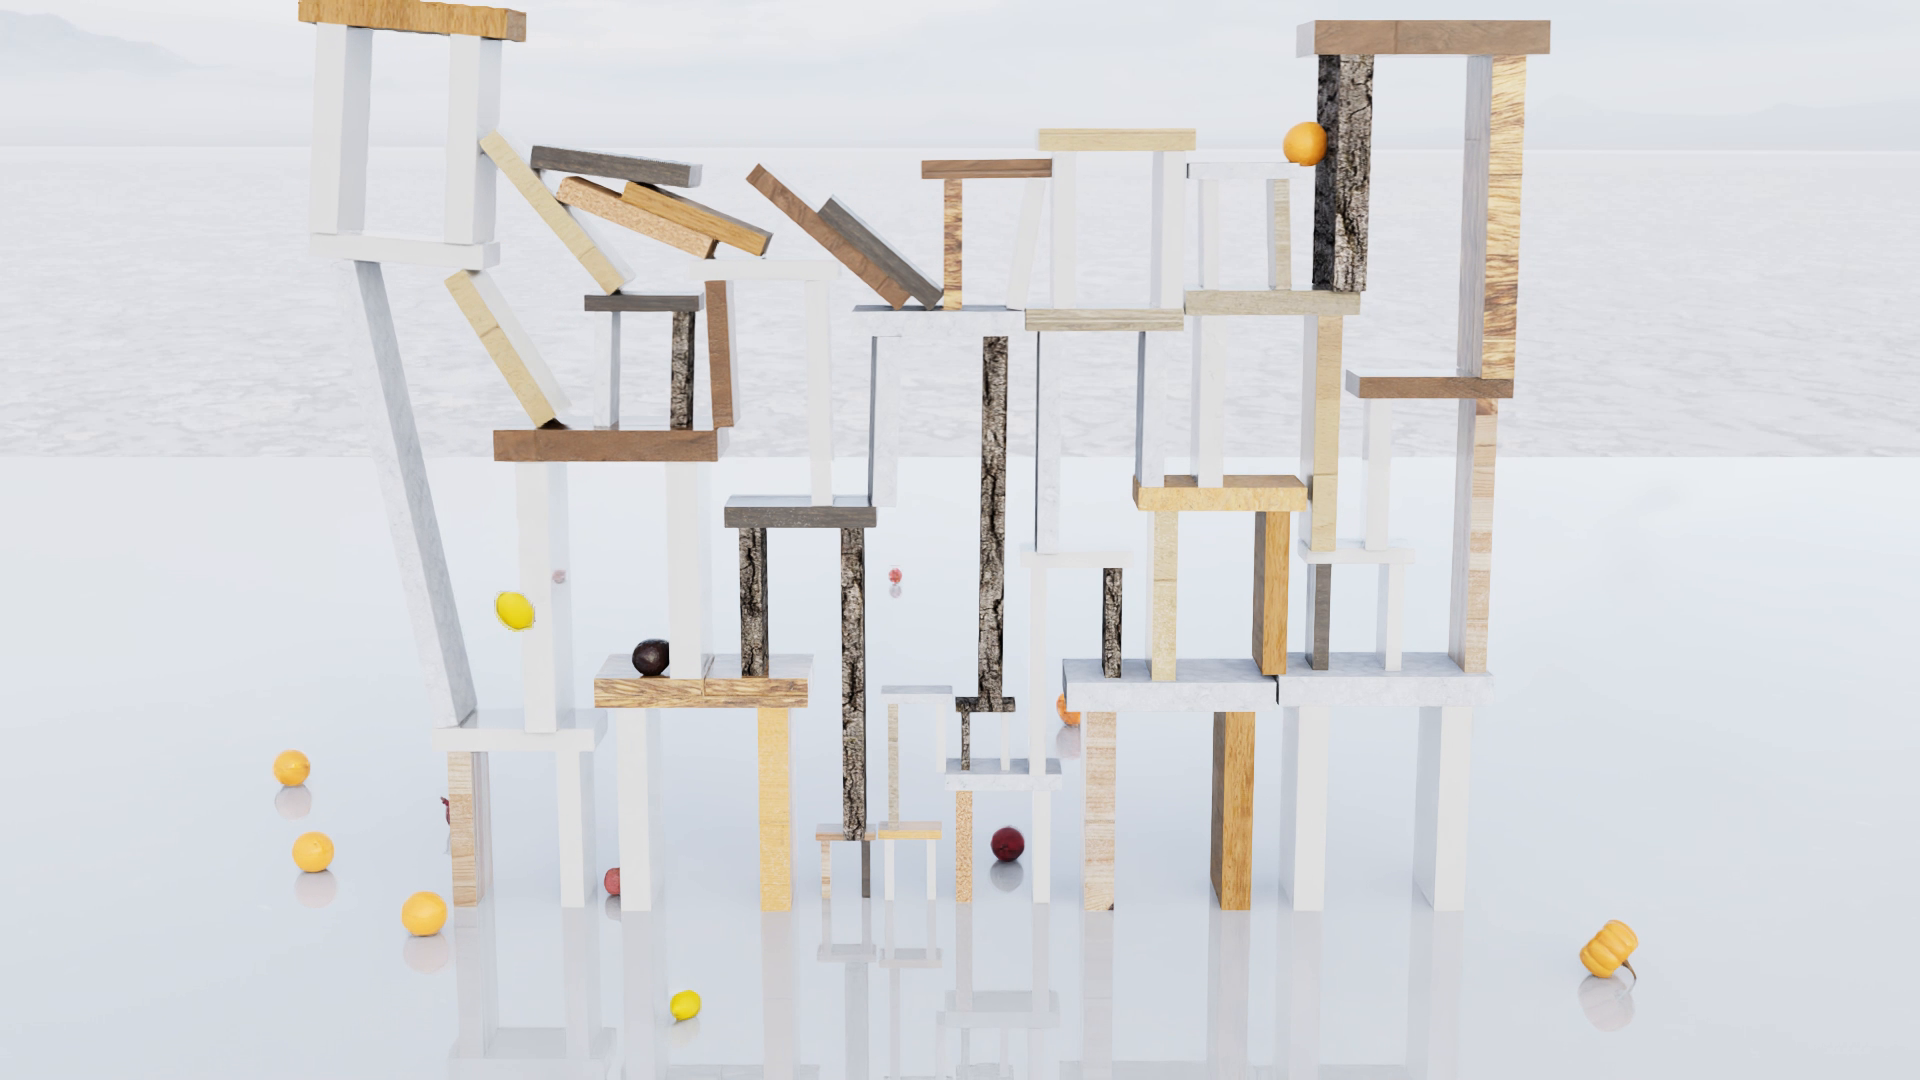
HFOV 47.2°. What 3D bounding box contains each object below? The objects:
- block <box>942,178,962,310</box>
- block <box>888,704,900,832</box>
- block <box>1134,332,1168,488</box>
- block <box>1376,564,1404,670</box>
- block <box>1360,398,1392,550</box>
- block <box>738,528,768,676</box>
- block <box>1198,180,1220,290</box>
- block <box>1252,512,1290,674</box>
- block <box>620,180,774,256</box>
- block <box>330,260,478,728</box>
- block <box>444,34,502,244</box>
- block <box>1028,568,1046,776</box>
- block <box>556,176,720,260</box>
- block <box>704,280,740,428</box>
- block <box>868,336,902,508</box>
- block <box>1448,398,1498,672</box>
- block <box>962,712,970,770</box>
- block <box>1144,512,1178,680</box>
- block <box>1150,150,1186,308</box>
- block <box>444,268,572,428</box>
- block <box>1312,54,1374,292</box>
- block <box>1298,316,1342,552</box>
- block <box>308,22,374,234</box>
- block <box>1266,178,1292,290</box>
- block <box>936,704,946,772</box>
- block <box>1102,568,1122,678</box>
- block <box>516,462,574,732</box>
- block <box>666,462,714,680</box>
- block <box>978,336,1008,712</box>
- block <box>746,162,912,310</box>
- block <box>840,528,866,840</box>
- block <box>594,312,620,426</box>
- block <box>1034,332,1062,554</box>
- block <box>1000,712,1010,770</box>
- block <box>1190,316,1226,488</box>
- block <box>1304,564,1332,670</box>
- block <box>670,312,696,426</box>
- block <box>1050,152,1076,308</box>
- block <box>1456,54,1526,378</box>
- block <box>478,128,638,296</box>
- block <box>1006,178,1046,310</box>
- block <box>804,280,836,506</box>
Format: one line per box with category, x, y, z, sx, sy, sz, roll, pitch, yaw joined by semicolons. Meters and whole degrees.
block;-0.012;-0.469;3.478;0.029;0.203;0.102;0;11;-1
block;-0.109;0.367;3.624;0.016;0.216;0.058;0;11;0
block;0.306;-0.216;3.519;0.035;0.247;0.123;0;11;-1
block;0.701;0.117;3.585;0.025;0.176;0.088;0;11;0
block;0.670;-0.114;3.543;0.034;0.243;0.121;1;11;5
block;-0.334;0.088;3.572;0.034;0.241;0.121;0;11;0
block;0.392;-0.484;3.473;0.024;0.170;0.085;-1;11;1
block;0.505;0.073;3.573;0.038;0.266;0.133;0;11;0
block;-0.413;-0.509;3.467;0.231;0.033;0.116;22;10;-4
block;-0.893;-0.077;3.547;0.038;0.757;0.134;-10;10;3
block;-0.763;-0.627;3.449;0.045;0.316;0.158;5;11;0
block;0.126;0.206;3.594;0.026;0.345;0.091;0;11;0
block;-0.504;-0.509;3.465;0.248;0.035;0.124;22;10;-3
block;-0.377;-0.301;3.503;0.033;0.230;0.115;-2;11;0
block;-0.122;-0.198;3.527;0.038;0.270;0.135;1;11;-6
block;0.830;-0.015;3.562;0.034;0.444;0.121;0;11;0
block;0.009;0.326;3.625;0.014;0.098;0.049;0;11;0
block;0.327;0.078;3.574;0.038;0.277;0.133;0;11;0
block;0.327;-0.491;3.466;0.034;0.242;0.121;0;11;-3
block;-0.718;-0.311;3.504;0.038;0.268;0.134;-30;9;6
block;0.600;-0.577;3.457;0.051;0.358;0.179;0;11;-2
block;0.577;-0.178;3.528;0.039;0.375;0.136;0;11;0
block;-0.969;-0.644;3.445;0.045;0.316;0.158;5;11;-1
block;0.503;-0.485;3.473;0.024;0.170;0.085;-3;11;0
block;-0.032;0.318;3.615;0.016;0.116;0.058;0;11;0
block;0.247;0.125;3.579;0.026;0.182;0.091;0;11;0
block;-0.673;0.077;3.573;0.050;0.439;0.175;0;11;0
block;-0.438;0.033;3.565;0.050;0.351;0.175;0;10;0
block;0.053;-0.033;3.555;0.038;0.605;0.135;1;11;0
block;-0.204;-0.480;3.471;0.311;0.033;0.116;40;8;-7
block;-0.174;0.225;3.597;0.034;0.519;0.121;0;11;0
block;-0.563;-0.278;3.509;0.026;0.181;0.090;3;11;0
block;0.141;-0.163;3.528;0.035;0.353;0.123;0;11;0
block;0.074;0.326;3.625;0.014;0.098;0.049;0;11;0
block;0.396;-0.229;3.520;0.039;0.272;0.136;0;11;0
block;0.583;0.117;3.585;0.025;0.176;0.088;0;11;0
block;-0.442;-0.277;3.508;0.026;0.181;0.090;3;11;-1
block;0.162;-0.490;3.463;0.034;0.242;0.121;0;11;0
block;0.837;-0.511;3.472;0.051;0.494;0.179;0;11;0
block;-0.630;-0.518;3.466;0.035;0.304;0.124;-39;8;7
block;0.103;-0.470;3.475;0.029;0.203;0.102;9;10;-2
block;-0.223;-0.240;3.514;0.033;0.356;0.115;-1;11;0
